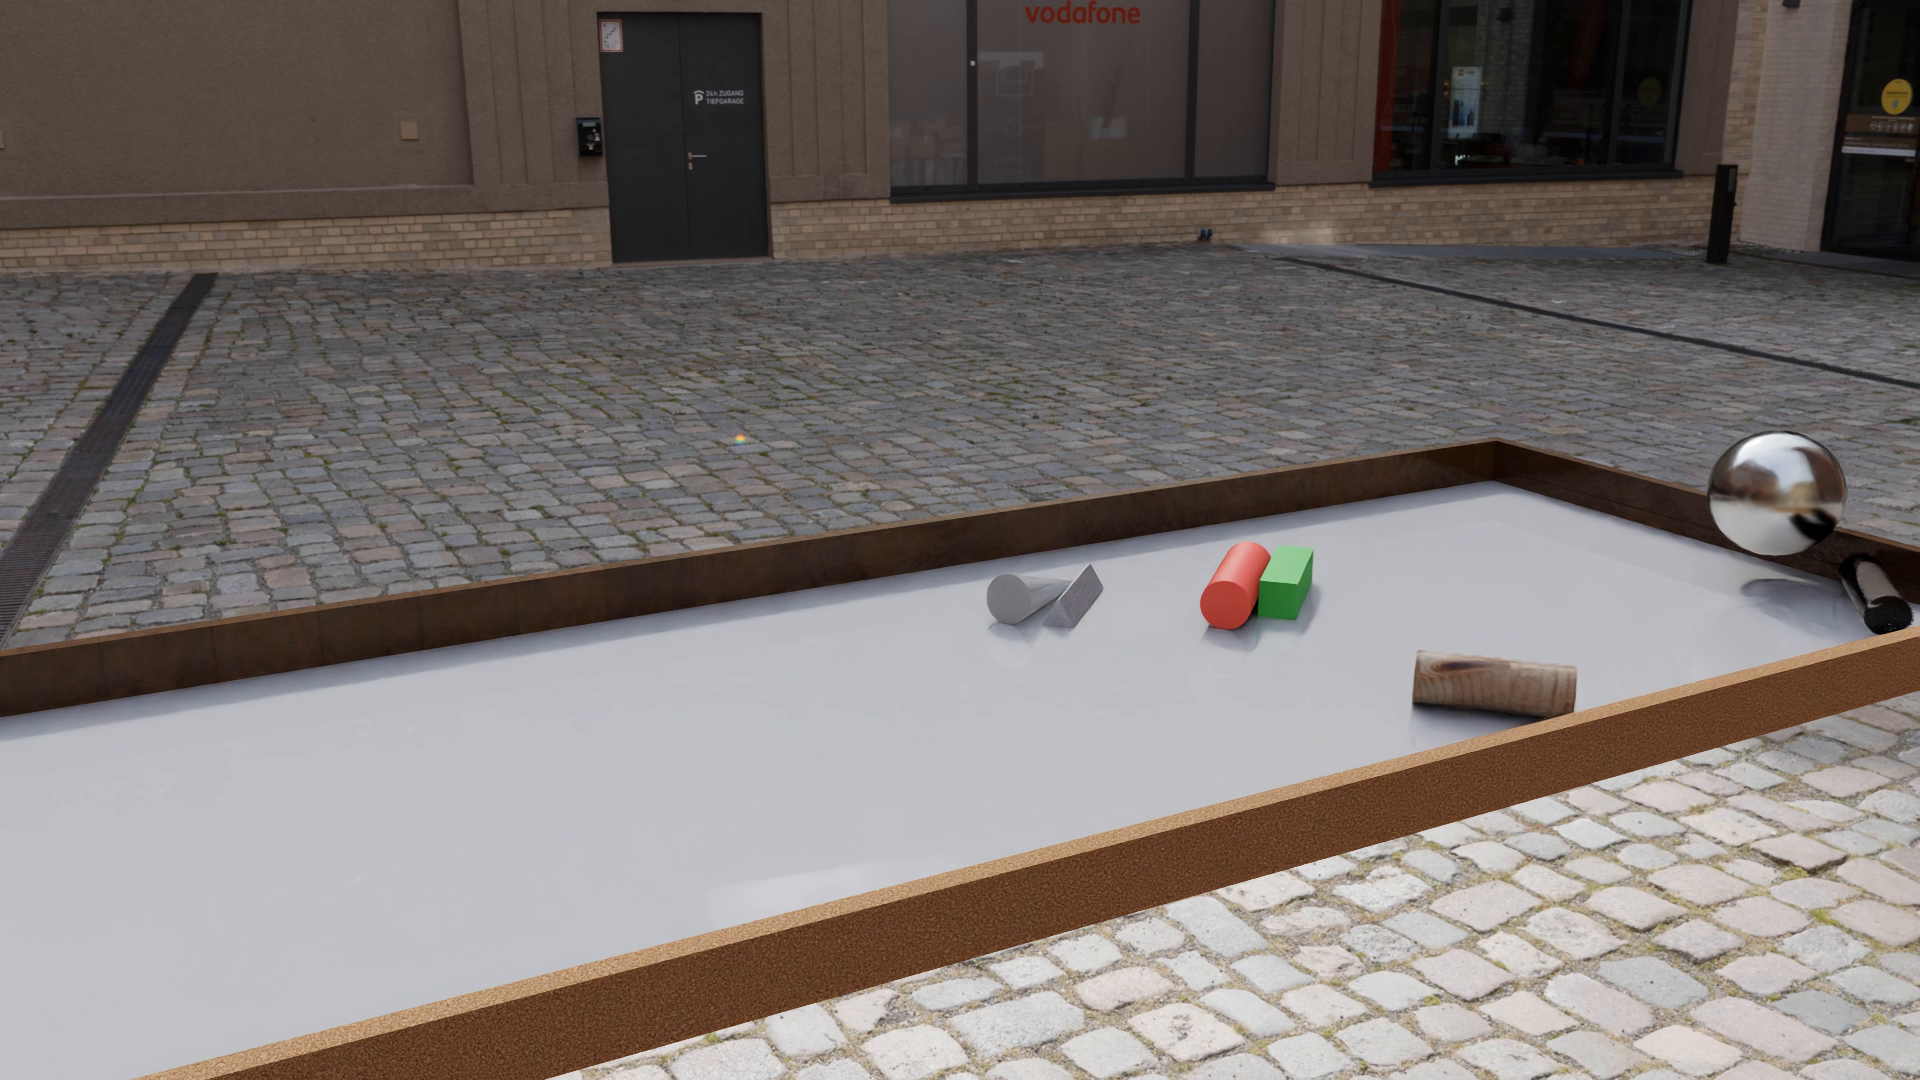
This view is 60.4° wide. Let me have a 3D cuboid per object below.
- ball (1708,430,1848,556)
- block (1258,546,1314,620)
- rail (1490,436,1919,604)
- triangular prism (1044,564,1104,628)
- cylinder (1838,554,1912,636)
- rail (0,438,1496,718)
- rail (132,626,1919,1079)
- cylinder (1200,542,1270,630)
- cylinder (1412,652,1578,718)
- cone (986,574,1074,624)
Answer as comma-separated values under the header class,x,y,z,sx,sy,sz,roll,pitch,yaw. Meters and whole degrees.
class,x,y,z,sx,sy,sz,roll,pitch,yaw
ball,2.429,-0.140,4.909,0.374,0.374,0.374,0,16,0
block,0.943,0.119,4.762,0.105,0.105,0.366,5,17,18
rail,2.466,-0.048,5.253,0.050,0.150,2.100,-9,18,-27
triangular prism,0.325,0.152,4.694,0.087,0.076,0.363,5,17,17
cylinder,2.570,0.151,4.638,0.115,0.115,0.412,5,17,18
rail,-3.305,0.497,3.399,12.000,0.150,0.050,-9,18,-27
rail,-2.336,1.006,1.665,12.000,0.150,0.050,-9,18,-27
cylinder,0.787,0.125,4.683,0.140,0.140,0.401,5,17,18
cylinder,1.278,0.348,3.950,0.365,0.125,0.125,5,17,18
cone,0.247,0.143,4.744,0.140,0.140,0.447,10,10,30
